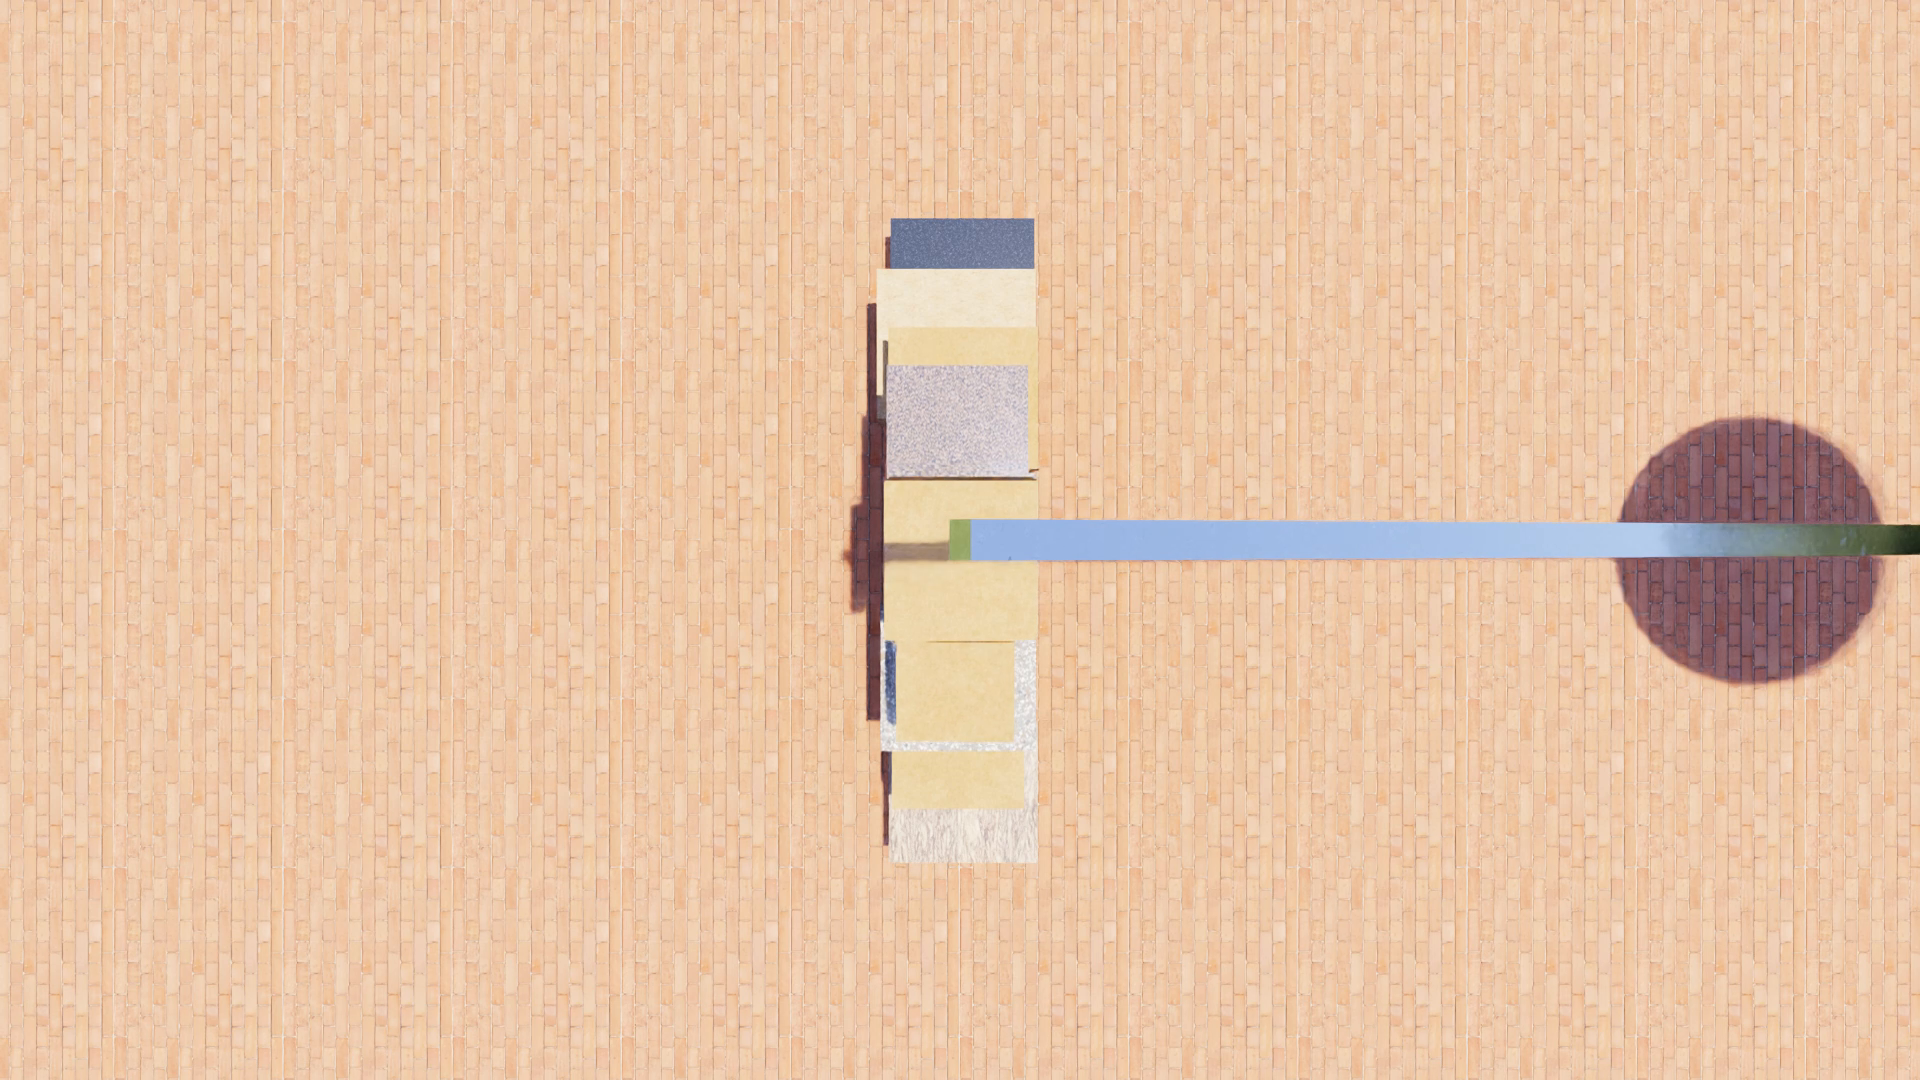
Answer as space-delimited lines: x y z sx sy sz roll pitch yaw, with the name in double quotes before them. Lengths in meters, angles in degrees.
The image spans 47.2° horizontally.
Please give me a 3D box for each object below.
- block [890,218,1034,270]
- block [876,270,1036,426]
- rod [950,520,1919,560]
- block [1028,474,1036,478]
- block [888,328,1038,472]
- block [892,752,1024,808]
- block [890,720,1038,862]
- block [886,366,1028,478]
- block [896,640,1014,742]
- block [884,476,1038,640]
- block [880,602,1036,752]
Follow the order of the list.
"block" 0.014 -1.448 12.648 0.806 0.704 0.703 0 90 0
"block" -0.019 -1.023 11.859 0.827 0.788 0.779 0 90 0
"rod" 2.212 0.000 5.594 5.200 0.080 0.080 0 90 -32
"block" 0.006 -0.011 11.212 0.729 0.758 0.643 0 90 0
"block" 0.017 -0.697 11.123 0.733 0.683 0.699 0 90 0
"block" -0.010 1.066 11.900 0.694 0.711 0.692 0 90 0
"block" 0.018 1.405 12.628 0.826 0.744 0.789 0 90 0
"block" -0.011 -0.470 9.910 0.617 0.654 0.587 0 90 0
"block" -0.021 0.608 10.114 0.529 0.548 0.473 0 106 0
"block" 0.003 0.060 8.720 0.584 0.652 0.608 0 93 0
"block" -0.008 0.680 11.231 0.770 0.628 0.735 0 90 0
